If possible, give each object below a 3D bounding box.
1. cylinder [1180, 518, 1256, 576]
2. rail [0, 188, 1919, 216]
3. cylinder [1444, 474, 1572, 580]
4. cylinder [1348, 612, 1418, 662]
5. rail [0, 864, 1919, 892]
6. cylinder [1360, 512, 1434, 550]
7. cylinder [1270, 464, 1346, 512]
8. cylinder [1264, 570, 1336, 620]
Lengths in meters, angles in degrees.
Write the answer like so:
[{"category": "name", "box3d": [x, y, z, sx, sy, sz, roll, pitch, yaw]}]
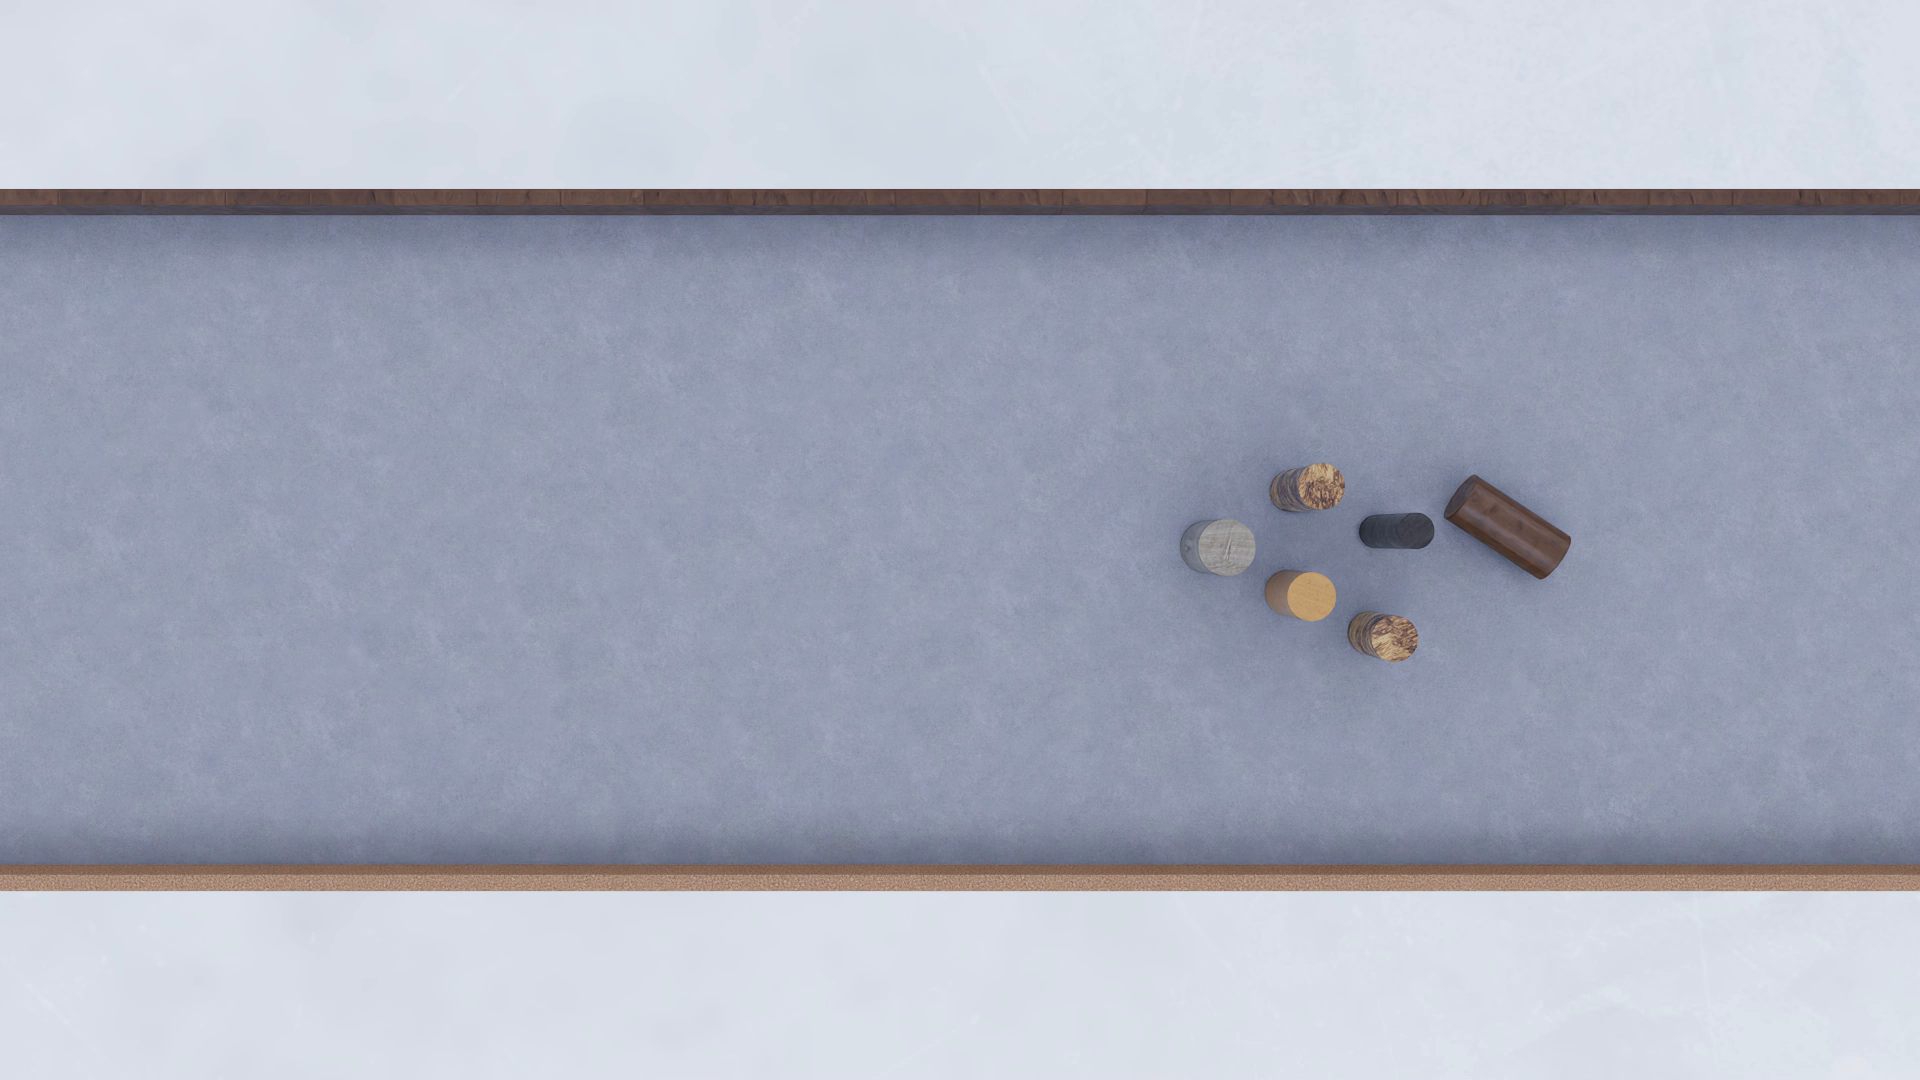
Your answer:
[{"category": "cylinder", "box3d": [0.759, 0.021, 4.881, 0.163, 0.391, 0.163, 0, 90, 0]}, {"category": "rail", "box3d": [-2.247, -1.025, 5.002, 12.000, 0.150, 0.050, 0, 90, 0]}, {"category": "cylinder", "box3d": [1.657, -0.039, 4.997, 0.340, 0.159, 0.159, 33, 90, 0]}, {"category": "cylinder", "box3d": [1.259, 0.286, 4.925, 0.134, 0.302, 0.134, 0, 90, 0]}, {"category": "rail", "box3d": [-2.247, 1.025, 5.001, 12.000, 0.150, 0.050, 0, 90, 0]}, {"category": "cylinder", "box3d": [1.280, -0.026, 4.852, 0.104, 0.449, 0.104, 0, 90, 0]}, {"category": "cylinder", "box3d": [1.018, -0.151, 4.859, 0.131, 0.436, 0.131, 0, 90, 0]}, {"category": "cylinder", "box3d": [1.008, 0.162, 4.901, 0.140, 0.350, 0.140, 0, 90, 0]}]
